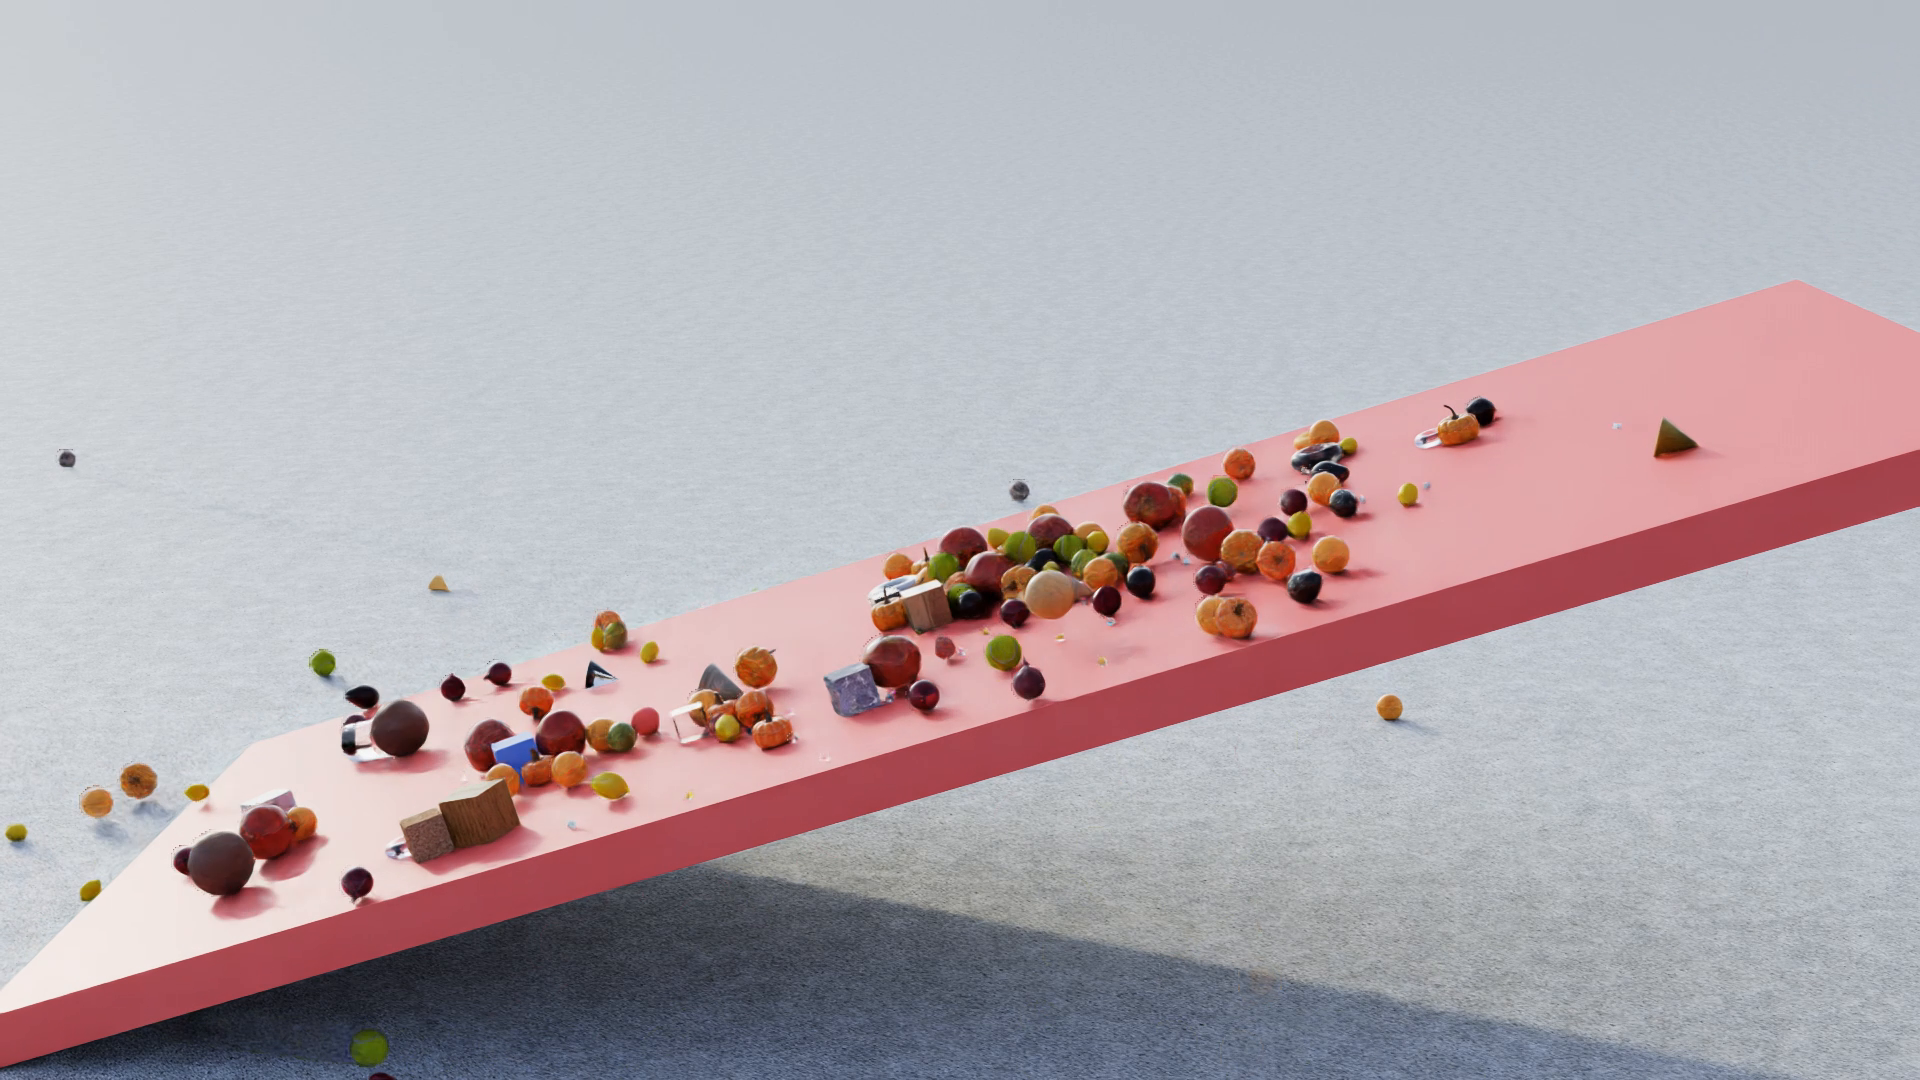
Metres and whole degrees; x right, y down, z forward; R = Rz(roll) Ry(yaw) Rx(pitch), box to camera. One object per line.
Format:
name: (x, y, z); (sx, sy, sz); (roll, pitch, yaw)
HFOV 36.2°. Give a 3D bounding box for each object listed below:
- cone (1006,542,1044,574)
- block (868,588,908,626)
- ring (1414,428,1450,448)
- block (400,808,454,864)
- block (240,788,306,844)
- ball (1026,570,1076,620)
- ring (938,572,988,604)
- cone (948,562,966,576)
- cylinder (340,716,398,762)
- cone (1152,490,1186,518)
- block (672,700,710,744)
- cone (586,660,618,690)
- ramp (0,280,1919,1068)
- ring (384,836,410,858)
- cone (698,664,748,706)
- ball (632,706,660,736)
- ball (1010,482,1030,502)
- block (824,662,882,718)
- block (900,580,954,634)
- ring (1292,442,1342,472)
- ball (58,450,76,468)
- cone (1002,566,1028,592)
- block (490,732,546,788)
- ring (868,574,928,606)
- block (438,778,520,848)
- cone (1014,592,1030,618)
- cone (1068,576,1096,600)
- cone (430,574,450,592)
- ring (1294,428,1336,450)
cone: (0.153, 0.048, 6.562); (0.077, 0.077, 0.077); (7, 7, -25)
block: (-0.158, 0.147, 6.488); (0.060, 0.060, 0.060); (-20, 10, -13)
ring: (1.049, -0.227, 6.531); (0.083, 0.028, 0.083); (-18, 10, 4)
block: (-1.028, 0.569, 5.666); (0.076, 0.076, 0.076); (-21, 11, -16)
block: (-1.468, 0.589, 6.277); (0.086, 0.086, 0.086); (-25, 13, -35)
ball: (0.176, 0.107, 5.728); (0.098, 0.098, 0.098); (0, 11, 0)
ring: (-0.004, 0.105, 6.495); (0.136, 0.045, 0.136); (-16, 11, 3)
cone: (0.014, 0.091, 6.579); (0.069, 0.069, 0.069); (15, 15, 18)
cylinder: (-1.355, 0.460, 6.754); (0.093, 0.093, 0.093); (11, 15, 34)
cone: (0.481, -0.073, 6.666); (0.067, 0.067, 0.067); (15, 16, 19)
block: (-0.545, 0.370, 5.955); (0.061, 0.061, 0.061); (-18, 10, 0)
cone: (-0.820, 0.317, 6.783); (0.072, 0.072, 0.072); (10, 12, 3)
ramp: (0.097, 0.184, 6.314); (4.000, 0.100, 2.000); (-17, 10, 5)
ring: (-1.078, 0.596, 5.740); (0.093, 0.031, 0.093); (-18, 9, 3)
cone: (-0.488, 0.317, 6.188); (0.096, 0.096, 0.096); (14, 15, 17)
ball: (-0.652, 0.376, 6.104); (0.060, 0.060, 0.060); (0, 11, 0)
ball: (0.228, -0.187, 11.296); (0.077, 0.077, 0.077); (0, 11, 0)
block: (-0.211, 0.293, 5.749); (0.078, 0.078, 0.078); (-20, 11, -15)
block: (-0.071, 0.143, 6.294); (0.084, 0.084, 0.084); (-19, 10, -6)
ring: (0.812, -0.189, 6.696); (0.122, 0.041, 0.122); (-16, 11, 3)
ball: (-3.649, -0.329, 12.023); (0.071, 0.071, 0.071); (0, 11, 0)
cone: (0.126, 0.089, 6.414); (0.058, 0.058, 0.058); (10, 12, 5)
block: (-0.911, 0.453, 6.066); (0.084, 0.084, 0.084); (-20, 10, -12)
ring: (-0.139, 0.118, 6.644); (0.145, 0.048, 0.145); (-18, 9, 3)
block: (-0.926, 0.527, 5.664); (0.096, 0.096, 0.096); (-12, 12, 30)
cone: (0.150, 0.137, 6.121); (0.056, 0.056, 0.056); (7, 8, -19)
cone: (0.253, 0.107, 6.100); (0.060, 0.060, 0.060); (9, 11, -5)
cone: (-1.705, 0.155, 9.697); (0.063, 0.063, 0.063); (31, 20, 14)
ring: (0.835, -0.237, 6.929); (0.101, 0.034, 0.101); (-16, 11, 3)
